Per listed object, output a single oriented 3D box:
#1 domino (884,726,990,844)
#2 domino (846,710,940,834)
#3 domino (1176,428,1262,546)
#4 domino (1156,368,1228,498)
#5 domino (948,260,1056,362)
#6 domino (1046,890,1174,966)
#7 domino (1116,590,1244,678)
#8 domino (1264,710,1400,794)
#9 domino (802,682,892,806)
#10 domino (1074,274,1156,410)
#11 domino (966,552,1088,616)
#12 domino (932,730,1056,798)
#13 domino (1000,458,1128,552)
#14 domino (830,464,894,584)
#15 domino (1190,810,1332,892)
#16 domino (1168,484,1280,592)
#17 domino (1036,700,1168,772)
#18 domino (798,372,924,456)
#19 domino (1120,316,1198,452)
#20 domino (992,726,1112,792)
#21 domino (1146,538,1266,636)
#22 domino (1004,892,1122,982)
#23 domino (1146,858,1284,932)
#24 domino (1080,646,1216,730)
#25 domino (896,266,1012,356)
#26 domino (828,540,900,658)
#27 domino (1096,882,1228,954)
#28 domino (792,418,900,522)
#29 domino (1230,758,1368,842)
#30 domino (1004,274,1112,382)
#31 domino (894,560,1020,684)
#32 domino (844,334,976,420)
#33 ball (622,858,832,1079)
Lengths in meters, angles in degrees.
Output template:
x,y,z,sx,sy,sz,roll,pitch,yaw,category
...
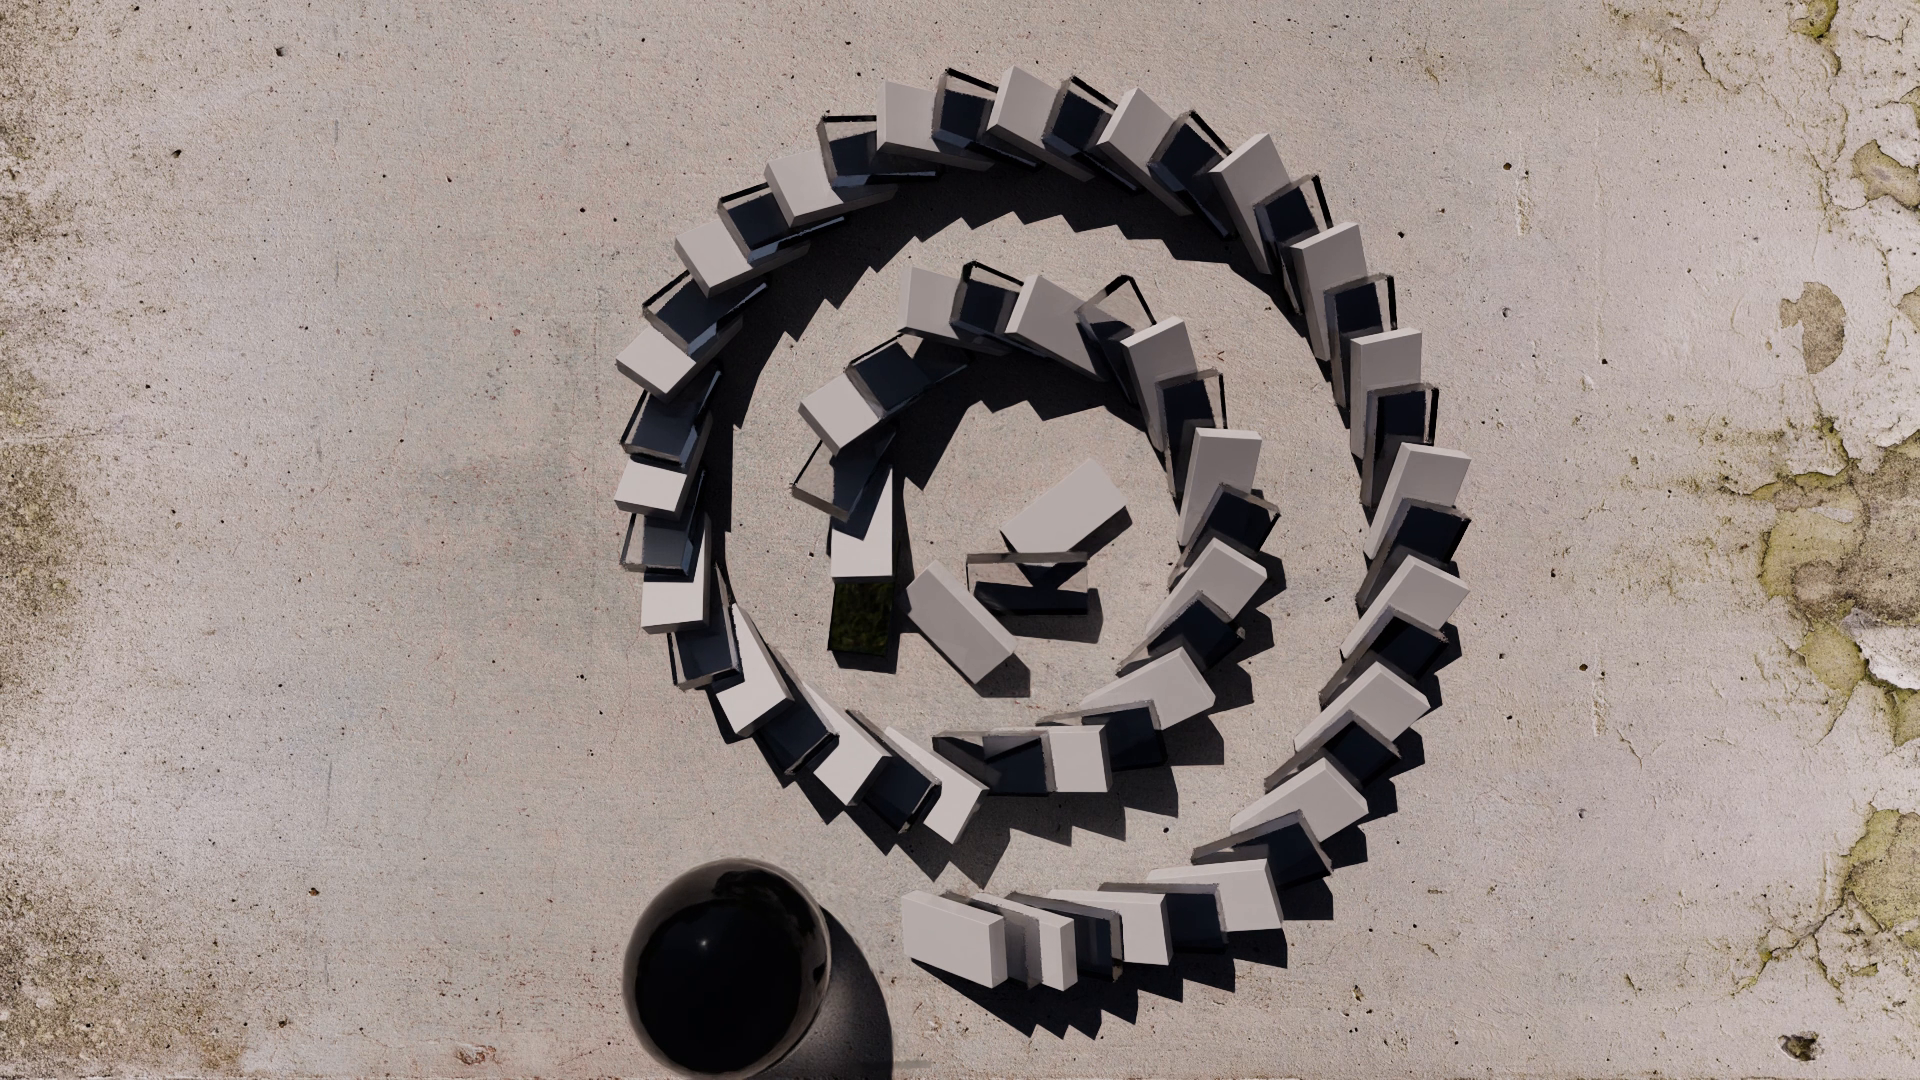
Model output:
x,y,z,sx,sy,sz,roll,pitch,yaw,category
-0.015,0.102,0.385,0.050,0.009,0.025,28,90,26,domino
-0.035,0.096,0.384,0.050,0.010,0.025,34,93,27,domino
0.108,-0.021,0.384,0.025,0.010,0.050,3,117,0,domino
0.099,-0.044,0.384,0.025,0.009,0.050,-14,118,0,domino
0.022,-0.095,0.384,0.050,0.010,0.025,15,87,-27,domino
0.062,0.162,0.385,0.050,0.010,0.025,-8,90,26,domino
0.092,0.047,0.385,0.025,0.009,0.050,41,116,0,domino
0.156,0.097,0.385,0.025,0.009,0.050,39,115,0,domino
-0.055,0.085,0.384,0.050,0.010,0.025,37,92,27,domino
0.071,-0.082,0.383,0.025,0.010,0.050,-38,119,-2,domino
0.029,0.019,0.387,0.050,0.009,0.025,-1,116,7,domino
0.014,0.094,0.385,0.050,0.010,0.025,-7,90,26,domino
0.044,-0.010,0.395,0.050,0.009,0.025,-38,90,0,domino
-0.041,-0.007,0.387,0.025,0.009,0.050,-2,70,0,domino
0.126,0.135,0.385,0.050,0.010,0.025,-31,90,26,domino
0.110,0.004,0.384,0.025,0.009,0.050,22,117,-1,domino
0.059,0.084,0.385,0.050,0.010,0.025,-14,92,25,domino
-0.040,-0.059,0.384,0.050,0.010,0.025,-39,88,-26,domino
0.087,-0.065,0.384,0.025,0.010,0.050,-25,118,-1,domino
0.037,0.092,0.385,0.050,0.010,0.025,-7,93,25,domino
0.103,0.026,0.385,0.025,0.009,0.050,31,117,0,domino
0.042,0.165,0.383,0.050,0.010,0.025,-3,90,33,domino
0.107,0.150,0.385,0.050,0.010,0.025,-16,91,26,domino
0.078,0.068,0.385,0.050,0.010,0.025,-34,90,27,domino
-0.001,-0.095,0.383,0.050,0.009,0.025,7,86,-28,domino
-0.041,0.024,0.395,0.025,0.010,0.050,7,90,0,domino
0.085,0.158,0.385,0.050,0.009,0.025,-10,91,26,domino
-0.047,-0.034,0.384,0.025,0.009,0.050,26,61,1,domino
0.142,0.116,0.385,0.025,0.009,0.050,46,115,0,domino
0.046,-0.088,0.384,0.050,0.009,0.025,21,90,-27,domino
-0.002,0.035,0.389,0.050,0.010,0.025,46,124,0,domino
-0.020,-0.074,0.385,0.050,0.009,0.025,-36,90,-26,domino
-0.090,0.167,0.360,0.080,0.080,0.080,0,90,0,ball
